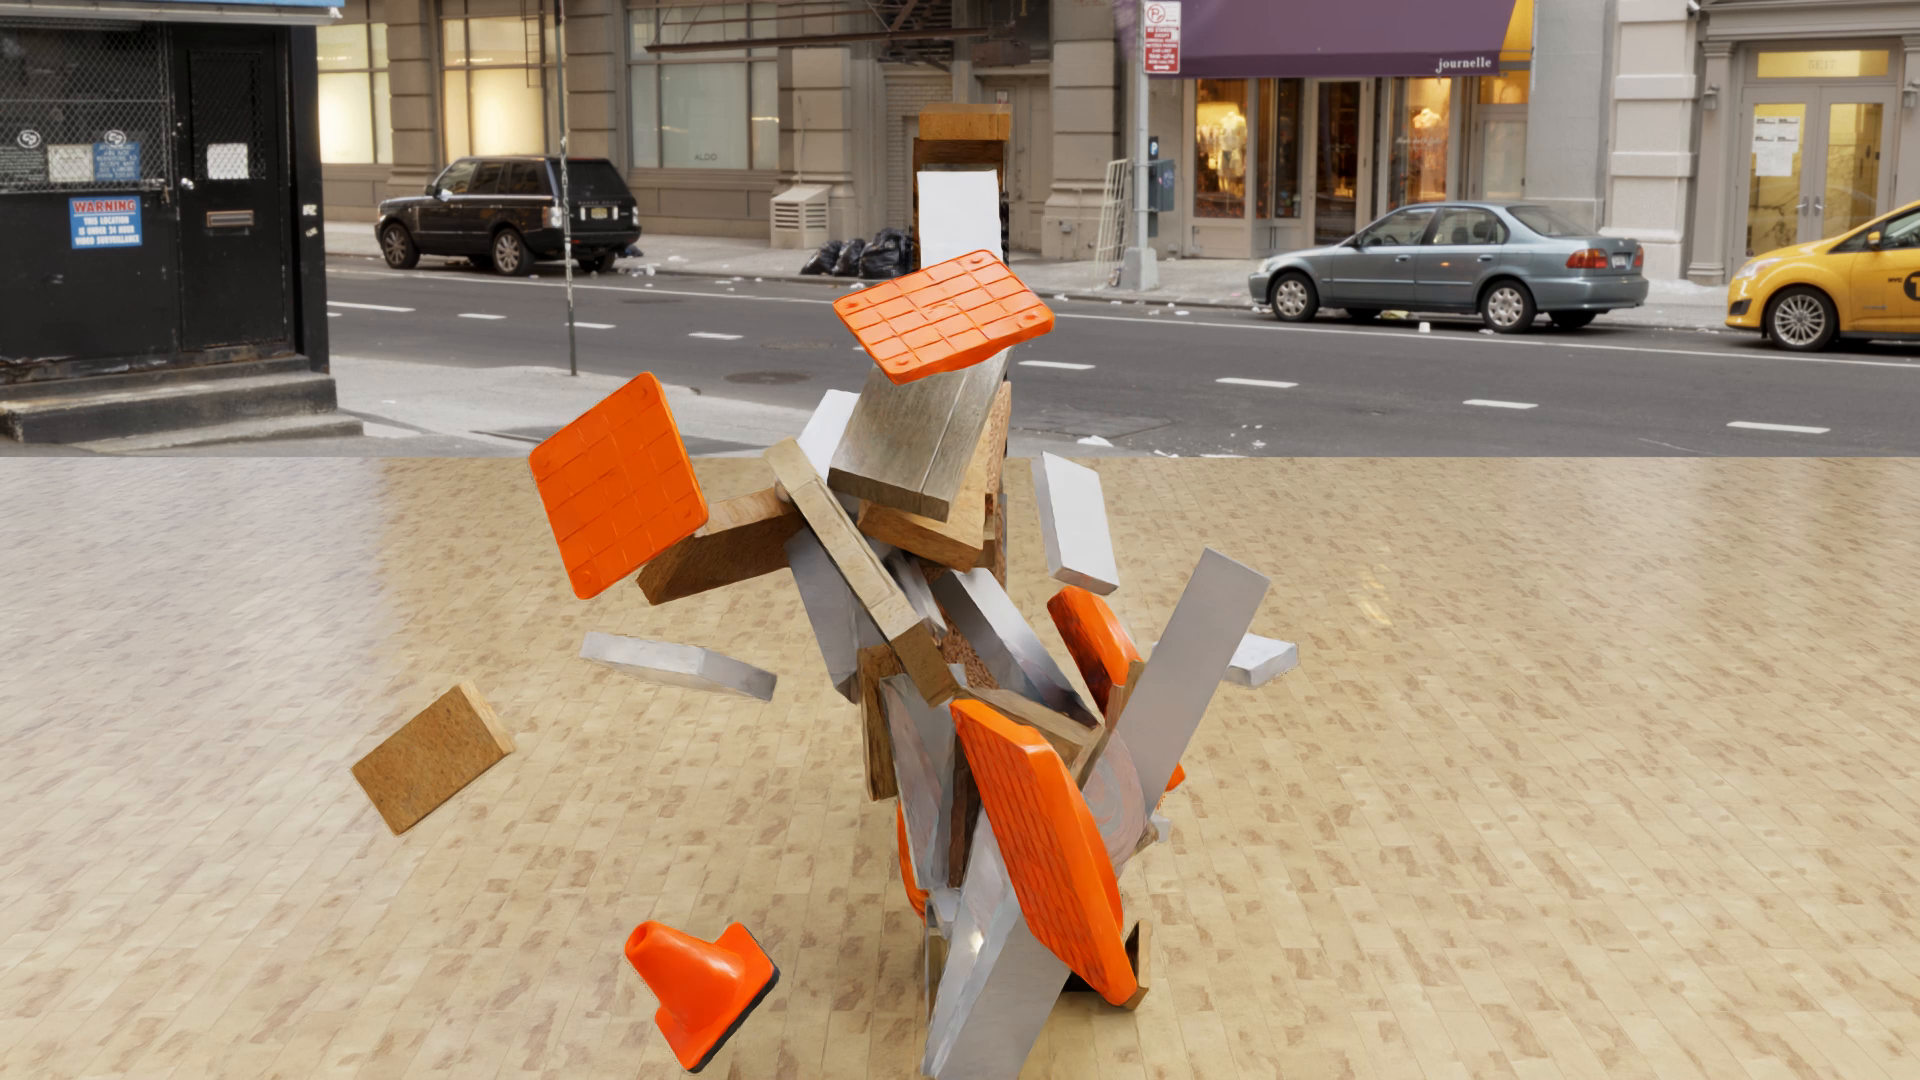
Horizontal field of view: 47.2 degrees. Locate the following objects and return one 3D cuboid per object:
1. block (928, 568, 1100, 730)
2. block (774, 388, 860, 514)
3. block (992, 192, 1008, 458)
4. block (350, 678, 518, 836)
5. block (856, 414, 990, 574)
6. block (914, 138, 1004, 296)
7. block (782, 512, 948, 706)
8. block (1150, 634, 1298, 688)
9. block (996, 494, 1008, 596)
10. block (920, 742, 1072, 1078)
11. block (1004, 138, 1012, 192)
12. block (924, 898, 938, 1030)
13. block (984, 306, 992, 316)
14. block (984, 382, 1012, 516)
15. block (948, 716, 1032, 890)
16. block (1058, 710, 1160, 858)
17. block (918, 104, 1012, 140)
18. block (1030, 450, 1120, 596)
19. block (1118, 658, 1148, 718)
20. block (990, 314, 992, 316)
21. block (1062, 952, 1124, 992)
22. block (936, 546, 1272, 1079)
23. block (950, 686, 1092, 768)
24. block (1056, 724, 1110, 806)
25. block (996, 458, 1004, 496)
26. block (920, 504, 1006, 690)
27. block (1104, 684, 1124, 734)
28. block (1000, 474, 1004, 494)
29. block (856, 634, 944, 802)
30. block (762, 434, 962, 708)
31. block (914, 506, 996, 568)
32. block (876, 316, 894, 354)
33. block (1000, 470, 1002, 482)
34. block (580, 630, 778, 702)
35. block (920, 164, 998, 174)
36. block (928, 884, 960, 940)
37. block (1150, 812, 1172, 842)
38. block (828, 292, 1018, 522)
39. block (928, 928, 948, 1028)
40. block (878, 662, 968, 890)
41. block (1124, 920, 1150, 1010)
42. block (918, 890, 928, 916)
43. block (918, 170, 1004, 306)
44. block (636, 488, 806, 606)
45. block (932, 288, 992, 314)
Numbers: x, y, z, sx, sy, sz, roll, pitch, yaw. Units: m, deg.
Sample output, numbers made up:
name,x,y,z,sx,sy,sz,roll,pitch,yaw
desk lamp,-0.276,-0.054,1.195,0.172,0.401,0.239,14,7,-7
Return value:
name,x,y,z,sx,sy,sz,roll,pitch,yaw
block,0.106,0.207,3.343,0.045,0.382,0.158,-39,-13,16
block,-0.178,-0.139,3.373,0.134,0.038,0.267,10,36,11
block,0.016,-0.392,4.019,0.143,0.483,0.040,0,3,1
block,-0.842,0.348,3.511,0.267,0.134,0.038,-36,-3,24
block,-0.050,-0.106,3.296,0.176,0.050,0.352,22,36,-13
block,-0.003,-0.582,4.108,0.166,0.332,0.047,0,12,1
block,-0.145,0.069,3.250,0.174,0.049,0.347,-38,39,11
block,0.354,0.153,2.957,0.091,0.026,0.183,-24,23,-35
block,-0.002,0.085,3.652,0.159,0.319,0.045,0,-7,0
block,0.055,0.500,2.929,0.117,0.447,0.033,14,-11,-5
block,0.003,-0.626,4.304,0.166,0.332,0.047,5,10,0
block,-0.003,0.598,3.115,0.093,0.186,0.026,-1,12,-7
block,0.011,-0.420,3.910,0.089,0.177,0.025,2,-20,3
block,-0.006,-0.151,3.490,0.149,0.042,0.298,2,39,6
block,0.046,0.367,3.037,0.117,0.234,0.033,12,-16,-35
block,0.169,0.367,3.155,0.117,0.033,0.234,-33,61,-9
block,0.013,-0.792,4.157,0.166,0.047,0.332,1,14,2
block,0.144,-0.021,2.775,0.091,0.183,0.026,20,-44,-32
block,0.232,0.206,2.806,0.050,0.101,0.014,12,4,6
block,0.014,-0.481,3.962,0.089,0.177,0.025,1,-9,3
block,0.180,0.638,3.244,0.117,0.058,0.017,-1,28,-6
block,0.179,0.376,2.800,0.091,0.778,0.026,27,6,6
block,0.110,0.256,2.985,0.234,0.033,0.117,23,9,41
block,0.162,0.288,2.812,0.014,0.101,0.050,27,-10,28
block,-0.007,-0.125,3.782,0.159,0.045,0.319,0,11,2
block,-0.007,0.104,3.557,0.158,0.317,0.045,-2,-10,-5
block,0.215,0.243,2.875,0.050,0.101,0.014,11,6,26
block,-0.003,0.130,3.867,0.159,0.488,0.045,0,0,0
block,-0.080,0.254,3.132,0.117,0.234,0.033,-11,28,-16
block,-0.139,0.040,3.042,0.049,0.174,0.411,-33,50,-4
block,-0.023,-0.044,3.473,0.158,0.045,0.317,-1,25,2
block,-0.040,-0.300,3.451,0.176,0.050,0.352,0,14,-4
block,-0.014,-0.194,3.623,0.149,0.042,0.298,-3,36,-1
block,-0.392,0.174,3.048,0.267,0.038,0.134,5,-15,44
block,0.001,-0.549,4.059,0.143,0.285,0.040,0,8,1
block,0.012,0.504,3.035,0.093,0.026,0.186,-1,11,-7
block,0.185,0.396,3.284,0.121,0.034,0.242,6,10,-44
block,-0.050,-0.195,3.162,0.176,0.050,0.352,16,53,6
block,0.004,0.621,2.993,0.093,0.186,0.026,-1,11,-4
block,-0.028,0.329,3.068,0.117,0.298,0.033,-11,1,-12
block,0.258,0.617,3.199,0.017,0.058,0.117,15,44,-9
block,0.008,0.458,3.559,0.149,0.299,0.042,-1,11,-4
block,0.000,-0.535,3.891,0.143,0.040,0.285,-2,55,-1
block,-0.313,-0.007,3.363,0.347,0.049,0.174,-17,-26,-43
block,0.002,-0.403,3.723,0.089,0.025,0.177,1,0,-5
